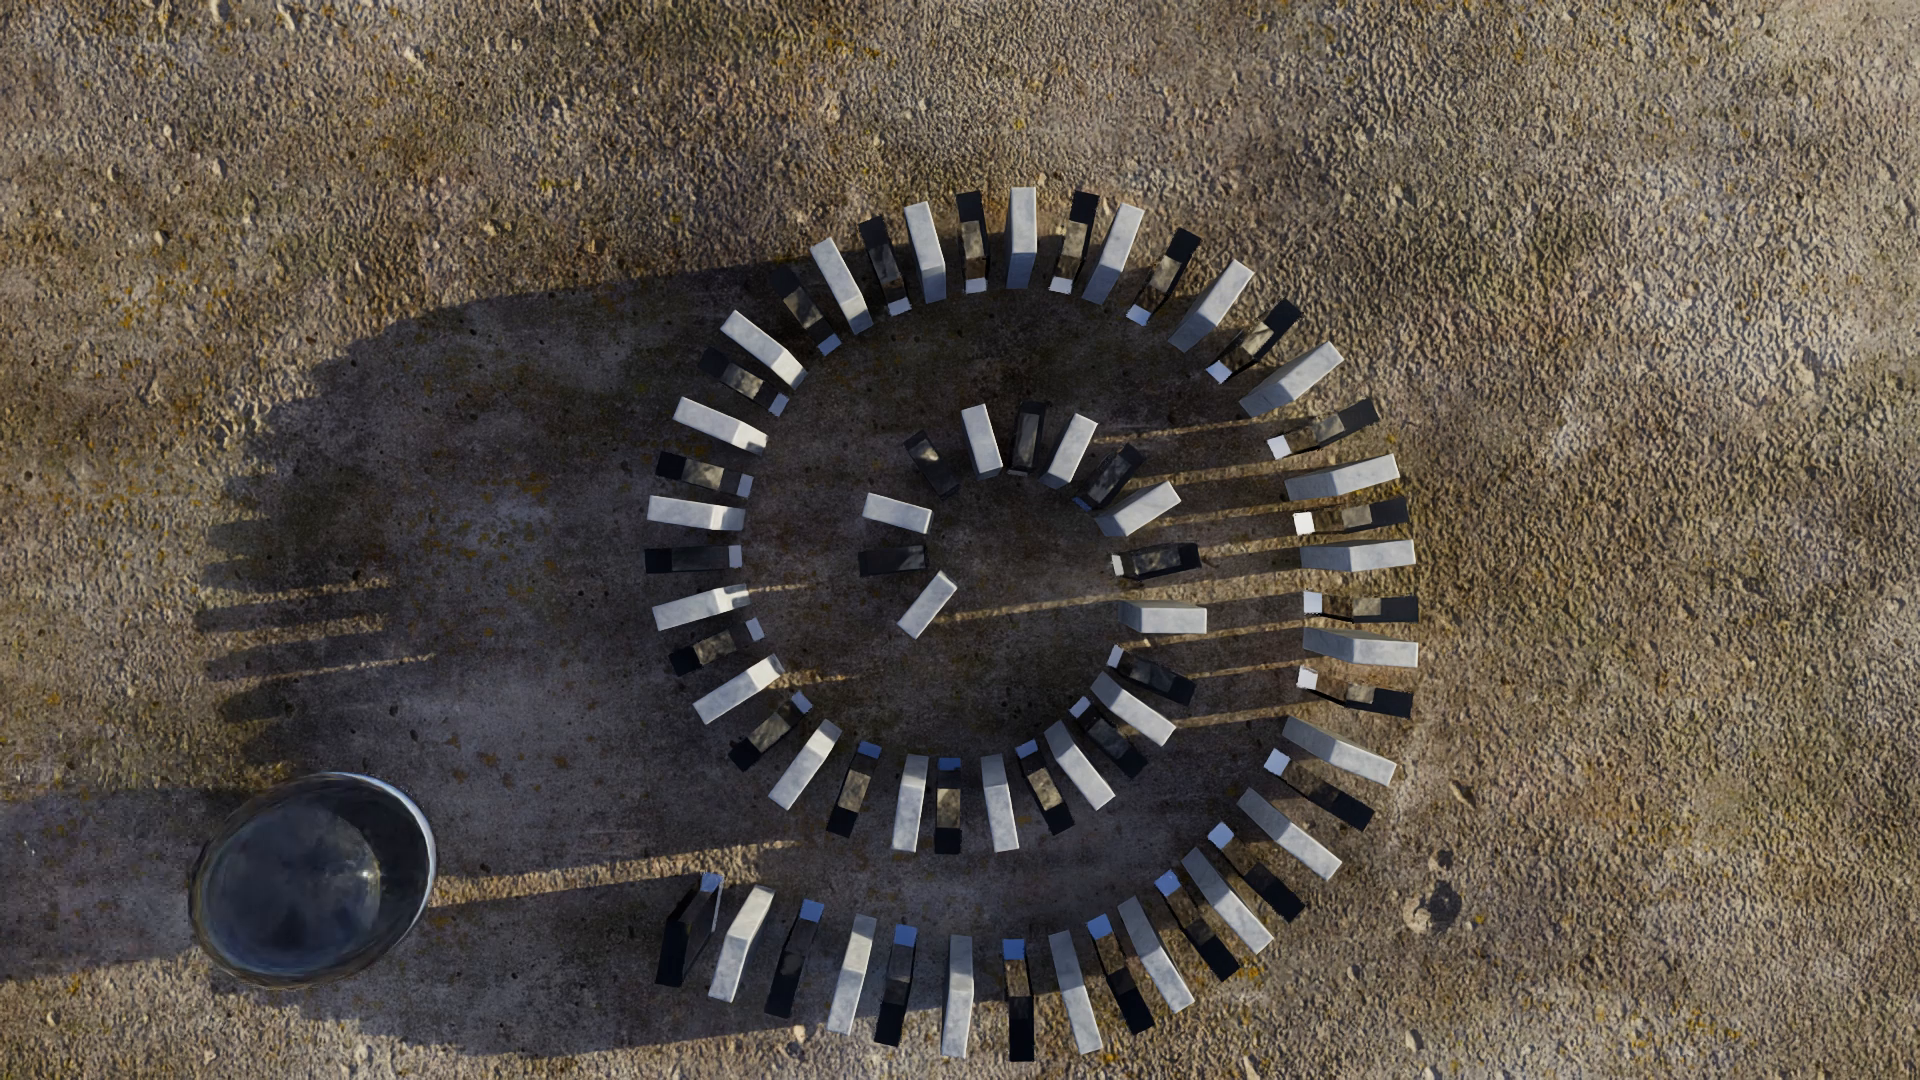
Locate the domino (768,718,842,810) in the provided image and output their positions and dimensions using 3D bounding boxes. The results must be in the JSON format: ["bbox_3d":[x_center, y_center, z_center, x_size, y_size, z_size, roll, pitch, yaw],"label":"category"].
[{"bbox_3d":[-0.062,0.091,0.375,0.010,0.050,0.025,36,90,0],"label":"domino"}]

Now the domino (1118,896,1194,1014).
[{"bbox_3d":[0.079,0.168,0.375,0.009,0.050,0.025,-32,90,0],"label":"domino"}]

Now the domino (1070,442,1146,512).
[{"bbox_3d":[0.060,-0.025,0.375,0.009,0.050,0.025,39,90,0],"label":"domino"}]

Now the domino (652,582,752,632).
[{"bbox_3d":[-0.104,0.027,0.375,0.025,0.050,0.010,-16,90,0],"label":"domino"}]

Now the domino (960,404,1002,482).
[{"bbox_3d":[0.008,-0.039,0.375,0.009,0.050,0.025,-16,90,0],"label":"domino"}]

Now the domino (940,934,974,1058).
[{"bbox_3d":[-0.001,0.185,0.375,0.009,0.050,0.025,8,90,0],"label":"domino"}]

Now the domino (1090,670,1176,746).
[{"bbox_3d":[0.070,0.068,0.375,0.025,0.050,0.010,35,90,0],"label":"domino"}]

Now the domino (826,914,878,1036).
[{"bbox_3d":[-0.044,0.176,0.375,0.009,0.050,0.025,15,90,0],"label":"domino"}]

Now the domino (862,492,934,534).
[{"bbox_3d":[-0.024,-0.010,0.375,0.025,0.050,0.010,16,90,0],"label":"domino"}]

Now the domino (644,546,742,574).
[{"bbox_3d":[-0.108,0.008,0.375,0.025,0.050,0.010,-3,90,0],"label":"domino"}]

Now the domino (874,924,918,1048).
[{"bbox_3d":[-0.026,0.181,0.375,0.010,0.050,0.025,12,90,0],"label":"domino"}]

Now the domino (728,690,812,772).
[{"bbox_3d":[-0.077,0.077,0.375,0.025,0.050,0.010,-41,90,0],"label":"domino"}]

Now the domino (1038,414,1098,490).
[{"bbox_3d":[0.043,-0.035,0.375,0.009,0.050,0.025,25,90,0],"label":"domino"}]

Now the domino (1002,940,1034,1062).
[{"bbox_3d":[0.024,0.187,0.375,0.009,0.050,0.025,-1,90,0],"label":"domino"}]

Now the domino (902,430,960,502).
[{"bbox_3d":[-0.011,-0.030,0.375,0.010,0.050,0.025,-35,90,0],"label":"domino"}]

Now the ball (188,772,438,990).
[{"bbox_3d":[-0.251,0.132,0.360,0.080,0.080,0.080,0,90,0],"label":"ball"}]

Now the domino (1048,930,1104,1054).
[{"bbox_3d":[0.047,0.183,0.375,0.010,0.050,0.025,-17,90,0],"label":"domino"}]

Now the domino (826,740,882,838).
[{"bbox_3d":[-0.043,0.101,0.375,0.010,0.050,0.025,20,90,0],"label":"domino"}]

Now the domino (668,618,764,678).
[{"bbox_3d":[-0.098,0.043,0.375,0.025,0.050,0.009,-24,90,0],"label":"domino"}]

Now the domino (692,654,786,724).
[{"bbox_3d":[-0.089,0.060,0.375,0.025,0.050,0.010,-32,90,0],"label":"domino"}]

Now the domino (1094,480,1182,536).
[{"bbox_3d":[0.071,-0.012,0.375,0.025,0.050,0.009,-33,90,0],"label":"domino"}]

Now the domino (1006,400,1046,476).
[{"bbox_3d":[0.027,-0.041,0.375,0.009,0.050,0.025,9,90,0],"label":"domino"}]

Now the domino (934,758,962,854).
[{"bbox_3d":[-0.005,0.108,0.375,0.009,0.050,0.025,2,90,0],"label":"domino"}]

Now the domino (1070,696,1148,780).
[{"bbox_3d":[0.060,0.080,0.375,0.025,0.050,0.009,43,90,0],"label":"domino"}]

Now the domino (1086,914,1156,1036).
[{"bbox_3d":[0.065,0.176,0.375,0.009,0.050,0.025,-26,90,0],"label":"domino"}]

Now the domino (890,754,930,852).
[{"bbox_3d":[-0.020,0.106,0.375,0.009,0.050,0.025,8,90,0],"label":"domino"}]

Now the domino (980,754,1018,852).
[{"bbox_3d":[0.016,0.106,0.375,0.009,0.050,0.025,-10,90,0],"label":"domino"}]

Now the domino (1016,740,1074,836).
[{"bbox_3d":[0.034,0.100,0.375,0.009,0.050,0.025,-28,90,0],"label":"domino"}]

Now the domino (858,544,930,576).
[{"bbox_3d":[-0.026,0.008,0.375,0.025,0.050,0.010,-6,90,0],"label":"domino"}]

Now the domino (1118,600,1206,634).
[{"bbox_3d":[0.082,0.031,0.375,0.025,0.050,0.010,1,90,0],"label":"domino"}]

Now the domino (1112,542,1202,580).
[{"bbox_3d":[0.079,0.008,0.375,0.025,0.050,0.009,-13,90,0],"label":"domino"}]

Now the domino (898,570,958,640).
[{"bbox_3d":[-0.013,0.025,0.375,0.009,0.050,0.025,39,90,0],"label":"domino"}]

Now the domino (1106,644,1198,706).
[{"bbox_3d":[0.077,0.055,0.375,0.025,0.050,0.009,23,90,0],"label":"domino"}]

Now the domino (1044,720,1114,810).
[{"bbox_3d":[0.048,0.091,0.375,0.009,0.050,0.025,-38,90,0],"label":"domino"}]
